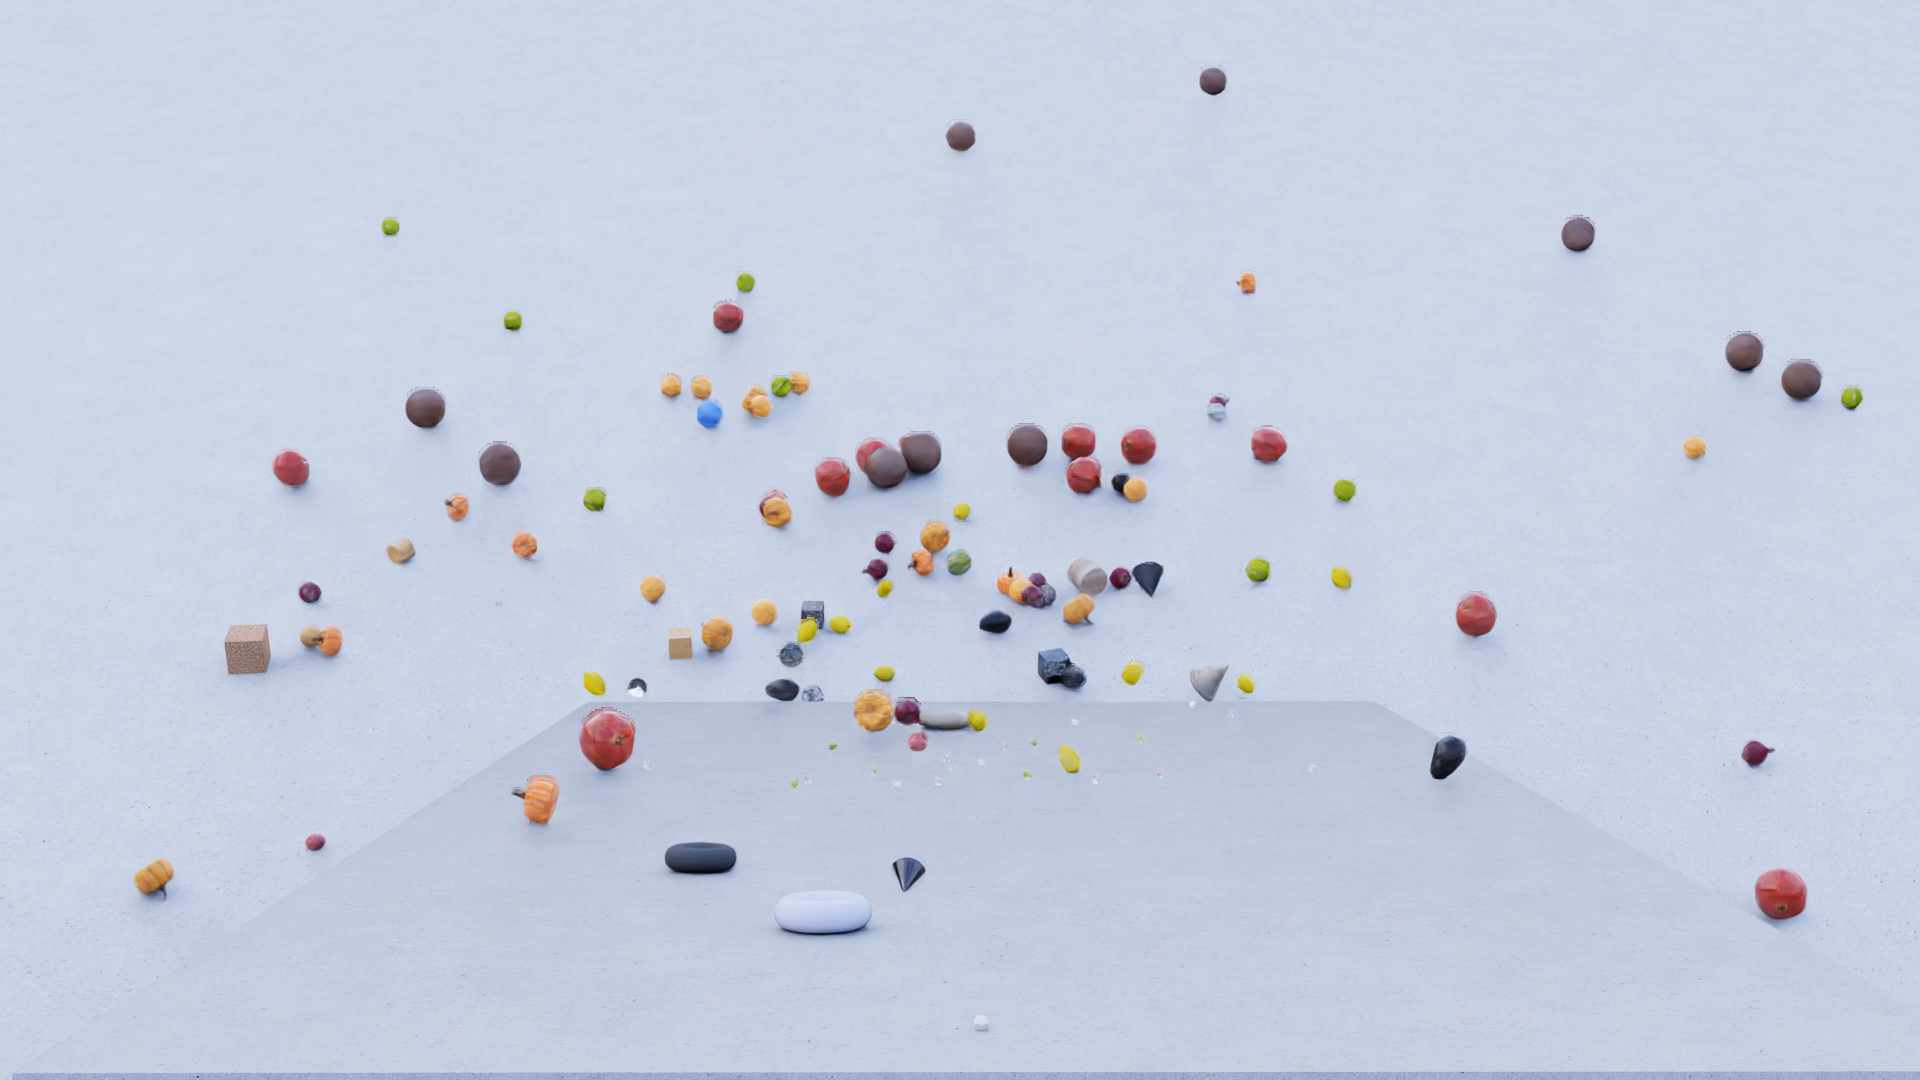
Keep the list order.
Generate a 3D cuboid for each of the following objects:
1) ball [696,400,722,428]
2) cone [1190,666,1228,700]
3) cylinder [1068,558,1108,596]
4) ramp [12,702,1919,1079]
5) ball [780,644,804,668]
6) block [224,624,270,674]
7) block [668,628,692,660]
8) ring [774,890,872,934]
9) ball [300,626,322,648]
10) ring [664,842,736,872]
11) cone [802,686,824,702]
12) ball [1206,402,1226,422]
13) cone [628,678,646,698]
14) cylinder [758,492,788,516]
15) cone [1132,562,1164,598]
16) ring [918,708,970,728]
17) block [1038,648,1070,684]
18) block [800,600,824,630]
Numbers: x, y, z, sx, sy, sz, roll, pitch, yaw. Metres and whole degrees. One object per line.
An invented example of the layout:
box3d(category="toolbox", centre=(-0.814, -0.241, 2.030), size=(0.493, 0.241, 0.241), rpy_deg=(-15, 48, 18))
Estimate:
box3d(category="ball", centre=(-0.818, -0.412, 8.421), size=(0.085, 0.085, 0.085), rpy_deg=(0, 25, 0))
box3d(category="cone", centre=(0.667, 0.354, 6.733), size=(0.096, 0.096, 0.096), rpy_deg=(-39, 10, 27))
box3d(category="cylinder", centre=(0.363, 0.104, 7.326), size=(0.084, 0.084, 0.084), rpy_deg=(-13, 28, -25))
box3d(category="ramp", centre=(0.057, 0.519, 4.559), size=(2.000, 0.100, 4.000), rpy_deg=(0, 2, 0))
box3d(category="ball", centre=(-0.452, 0.309, 6.914), size=(0.063, 0.063, 0.063), rpy_deg=(0, 25, 0))
box3d(category="block", centre=(-1.909, 0.293, 6.909), size=(0.098, 0.098, 0.098), rpy_deg=(-2, 25, -5))
box3d(category="block", centre=(-0.757, 0.280, 6.979), size=(0.062, 0.062, 0.062), rpy_deg=(-3, 25, -6))
box3d(category="ring", centre=(-0.178, 0.484, 3.355), size=(0.128, 0.043, 0.128), rpy_deg=(-1, 0, 0))
box3d(category="ball", centre=(-1.768, 0.263, 7.017), size=(0.060, 0.060, 0.060), rpy_deg=(0, 25, 0))
box3d(category="ring", centre=(-0.387, 0.473, 3.842), size=(0.108, 0.036, 0.108), rpy_deg=(1, 1, 0))
box3d(category="cone", centre=(-0.393, 0.411, 6.739), size=(0.063, 0.063, 0.063), rpy_deg=(-9, 0, -19))
box3d(category="ball", centre=(0.841, -0.420, 8.467), size=(0.062, 0.062, 0.062), rpy_deg=(0, 25, 0))
box3d(category="cone", centre=(-0.843, 0.388, 6.793), size=(0.050, 0.050, 0.050), rpy_deg=(3, -1, 7))
box3d(category="cylinder", centre=(-0.564, -0.110, 7.796), size=(0.070, 0.070, 0.070), rpy_deg=(10, 7, 20))
box3d(category="cone", centre=(0.540, 0.127, 7.327), size=(0.093, 0.093, 0.093), rpy_deg=(-2, 53, -5))
box3d(category="ring", centre=(-0.037, 0.410, 5.915), size=(0.120, 0.040, 0.120), rpy_deg=(3, -1, 0))
box3d(category="block", centre=(0.250, 0.336, 6.854), size=(0.066, 0.066, 0.066), rpy_deg=(-9, 27, -18))
box3d(category="block", centre=(-0.408, 0.207, 7.137), size=(0.058, 0.058, 0.058), rpy_deg=(2, 25, 3))
